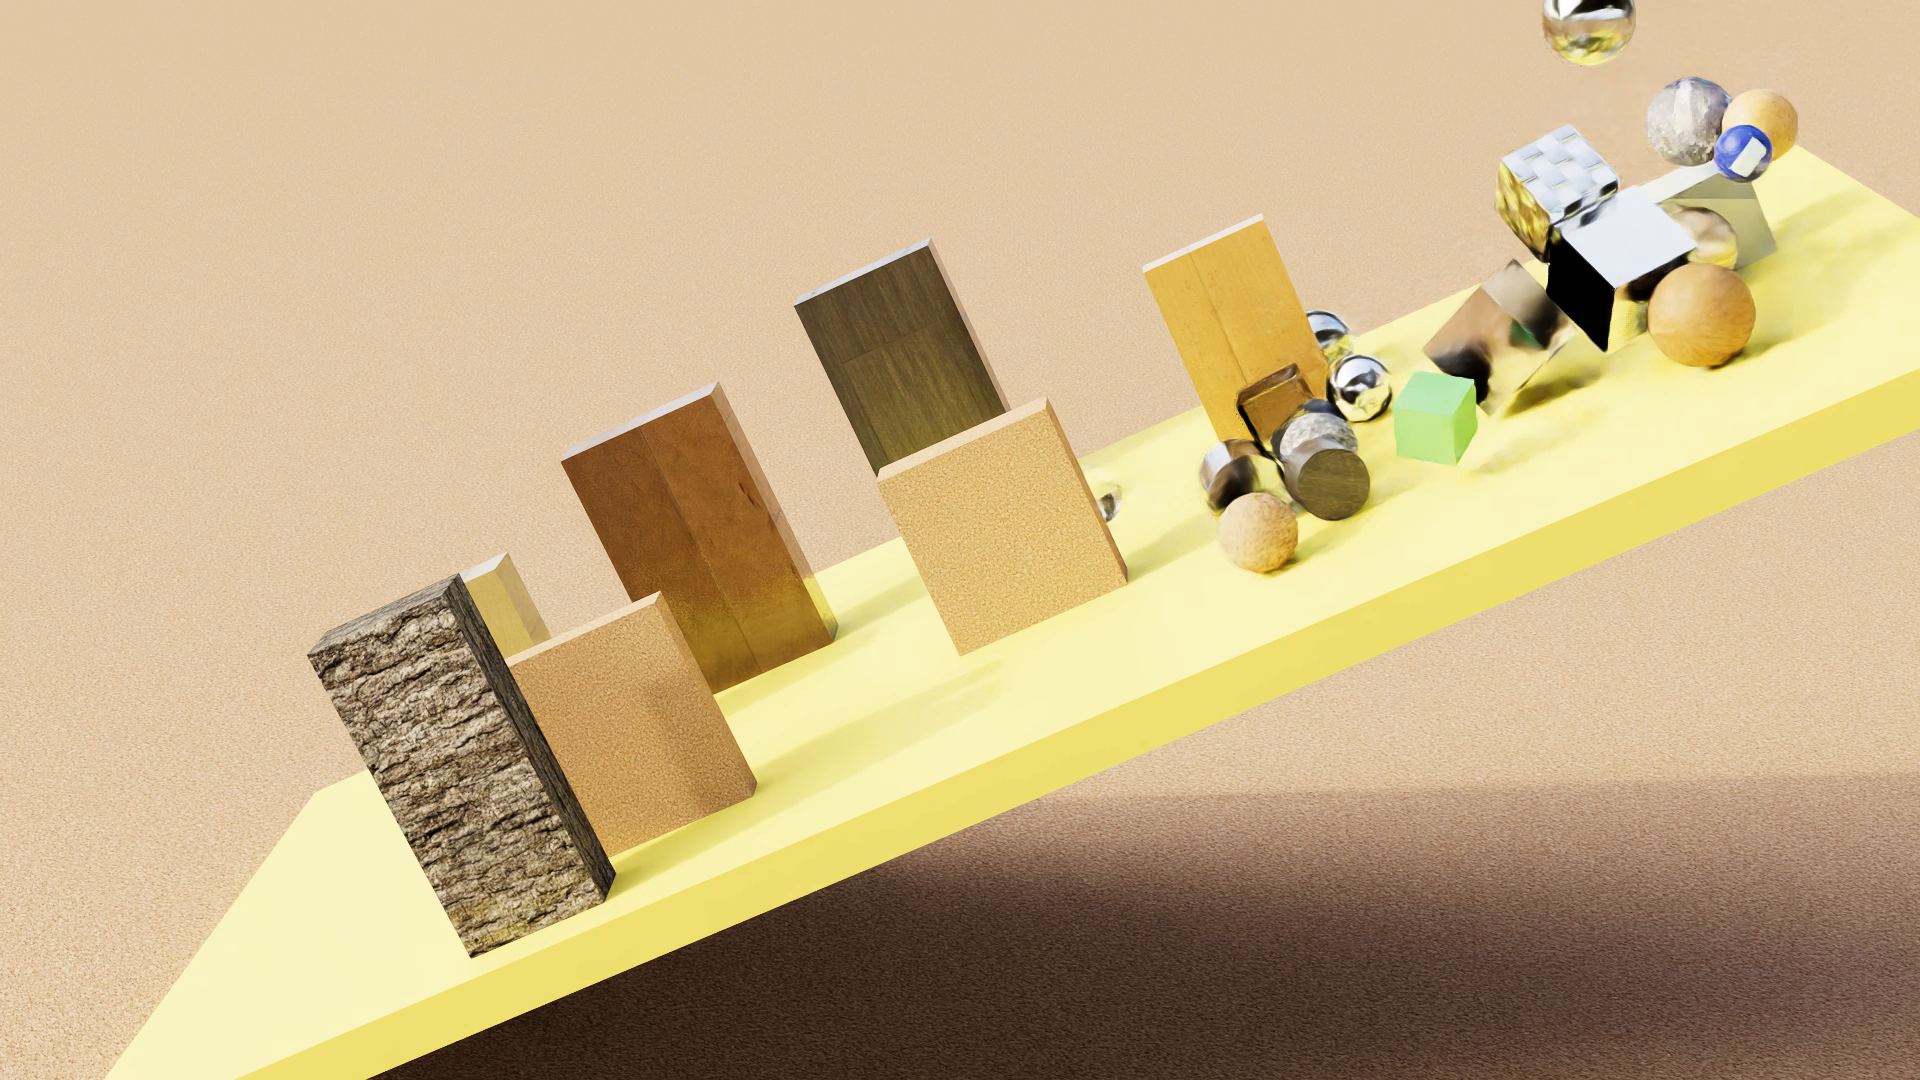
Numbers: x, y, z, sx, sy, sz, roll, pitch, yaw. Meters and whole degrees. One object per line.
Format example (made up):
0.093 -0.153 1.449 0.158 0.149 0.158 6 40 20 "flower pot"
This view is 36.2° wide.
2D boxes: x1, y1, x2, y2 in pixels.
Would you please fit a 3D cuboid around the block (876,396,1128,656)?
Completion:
0.088 -0.028 6.020 0.377 0.403 0.123 -24 13 9 "block"

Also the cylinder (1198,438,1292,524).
0.573 -0.106 5.935 0.167 0.167 0.167 -1 14 -3 "cylinder"

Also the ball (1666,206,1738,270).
1.500 -0.594 6.023 0.179 0.179 0.179 0 16 0 "ball"

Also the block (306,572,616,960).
-0.937 0.429 5.567 0.285 0.665 0.147 -24 13 9 "block"

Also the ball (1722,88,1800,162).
1.612 -0.834 5.925 0.151 0.151 0.151 0 16 0 "ball"

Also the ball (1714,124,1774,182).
1.518 -0.749 5.702 0.113 0.113 0.113 0 16 0 "ball"

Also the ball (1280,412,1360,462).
0.728 -0.179 5.957 0.160 0.160 0.160 0 16 0 "ball"

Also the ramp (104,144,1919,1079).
0.134 0.169 6.283 4.000 0.100 2.000 -24 13 9 "ramp"

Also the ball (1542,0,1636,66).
1.287 -1.066 6.019 0.191 0.191 0.191 0 16 0 "ball"

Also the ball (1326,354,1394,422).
0.858 -0.326 6.317 0.147 0.147 0.147 0 16 0 "ball"

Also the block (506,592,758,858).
-0.683 0.383 5.785 0.415 0.435 0.080 -24 13 9 "block"

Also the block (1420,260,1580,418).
1.089 -0.406 5.908 0.194 0.194 0.194 45 37 7 "block"

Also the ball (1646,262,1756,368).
1.403 -0.426 5.568 0.200 0.200 0.200 0 16 0 "ball"

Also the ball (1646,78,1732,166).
1.520 -0.868 6.110 0.185 0.185 0.185 0 16 0 "ball"

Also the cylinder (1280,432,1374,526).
0.718 -0.120 5.763 0.144 0.144 0.144 -4 25 -13 "cylinder"

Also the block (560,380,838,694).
-0.582 0.010 6.625 0.373 0.628 0.138 -24 13 9 "block"

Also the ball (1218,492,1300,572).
0.571 -0.015 5.619 0.154 0.154 0.154 0 16 0 "ball"

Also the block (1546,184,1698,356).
1.280 -0.523 5.697 0.194 0.194 0.194 -27 55 -14 "block"

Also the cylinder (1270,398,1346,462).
0.732 -0.216 6.159 0.117 0.117 0.117 14 44 41 "cylinder"

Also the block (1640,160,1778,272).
1.561 -0.669 6.213 0.206 0.206 0.206 -26 13 -2 "block"

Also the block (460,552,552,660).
-0.991 0.322 6.412 0.247 0.521 0.137 -24 13 9 "block"

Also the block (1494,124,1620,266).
1.164 -0.674 5.740 0.163 0.163 0.163 -28 60 -12 "block"

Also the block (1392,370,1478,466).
0.902 -0.231 5.581 0.119 0.119 0.119 12 44 27 "block"

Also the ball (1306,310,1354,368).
0.828 -0.448 6.801 0.169 0.169 0.169 0 16 0 "ball"

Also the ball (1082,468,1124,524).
0.279 -0.089 6.139 0.125 0.125 0.125 0 16 0 "ball"

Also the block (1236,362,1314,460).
0.700 -0.277 6.403 0.143 0.143 0.143 -28 12 13 "block"

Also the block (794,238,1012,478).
-0.091 -0.343 7.016 0.349 0.662 0.119 -24 13 9 "block"

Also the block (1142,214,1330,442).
0.634 -0.459 6.575 0.288 0.454 0.082 -24 13 9 "block"
